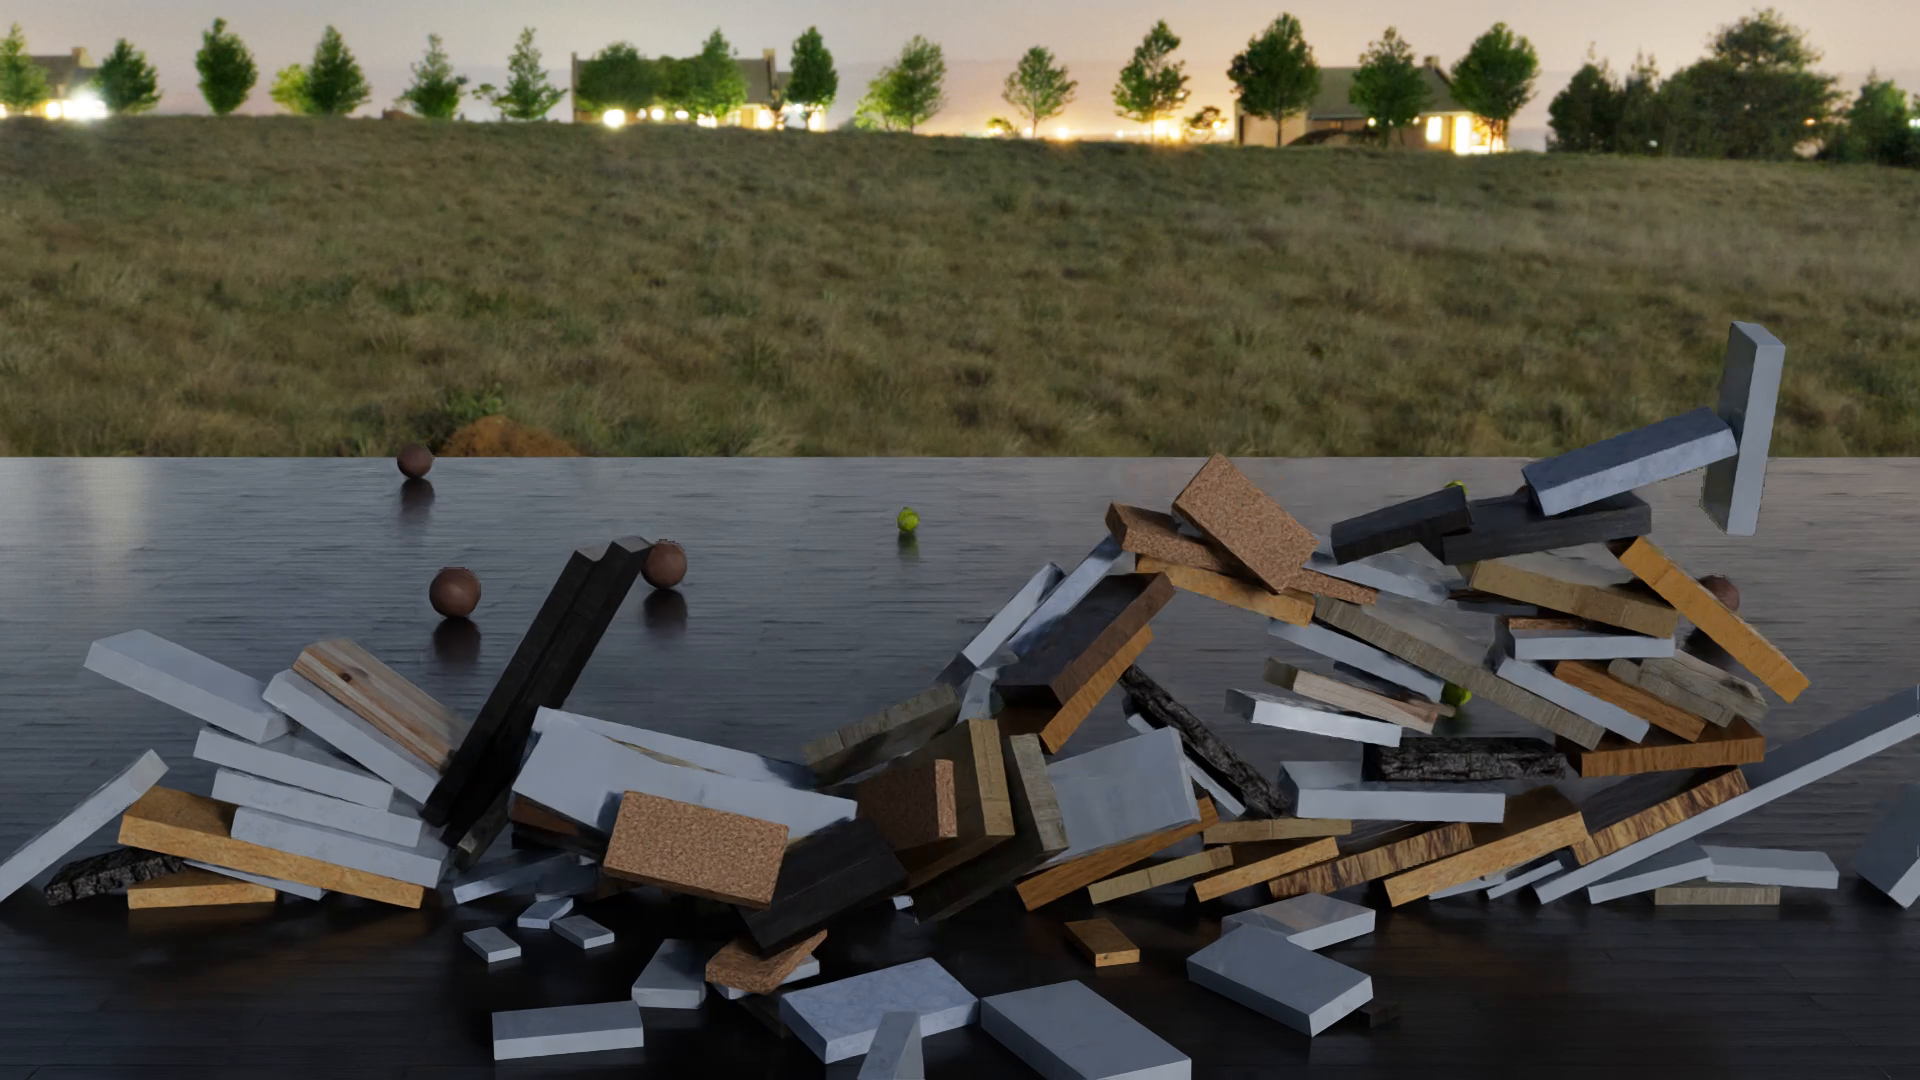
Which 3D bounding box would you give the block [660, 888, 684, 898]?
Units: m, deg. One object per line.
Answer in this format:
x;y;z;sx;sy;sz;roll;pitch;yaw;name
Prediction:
-0.378;0.531;3.651;0.228;0.032;0.114;-16;10;12;block

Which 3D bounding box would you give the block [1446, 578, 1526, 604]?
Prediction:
0.863;0.084;3.606;0.130;0.018;0.065;3;15;14;block

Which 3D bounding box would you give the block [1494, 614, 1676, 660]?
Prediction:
1.017;0.155;3.590;0.257;0.036;0.129;-1;16;-1;block

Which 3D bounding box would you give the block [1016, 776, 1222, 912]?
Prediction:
0.257;0.493;3.647;0.346;0.049;0.173;-26;9;6;block

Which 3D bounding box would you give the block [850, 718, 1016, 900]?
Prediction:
-0.047;0.410;3.319;0.050;0.176;0.353;6;-26;-33;block

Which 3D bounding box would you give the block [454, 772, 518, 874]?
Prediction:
-0.778;0.467;3.683;0.026;0.092;0.184;33;55;4;block

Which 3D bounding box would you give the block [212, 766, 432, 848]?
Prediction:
-1.047;0.424;3.653;0.338;0.048;0.169;15;8;-4;block

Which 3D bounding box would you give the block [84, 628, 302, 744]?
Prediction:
-1.255;0.239;3.626;0.320;0.045;0.160;23;7;4;block

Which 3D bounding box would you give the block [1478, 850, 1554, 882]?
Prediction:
0.909;0.524;3.639;0.130;0.018;0.065;-22;10;-10;block

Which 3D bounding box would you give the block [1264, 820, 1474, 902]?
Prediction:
0.667;0.515;3.662;0.338;0.048;0.169;-18;10;2;block

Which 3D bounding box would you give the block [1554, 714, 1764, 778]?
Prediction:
1.156;0.335;3.644;0.299;0.042;0.149;-5;15;-1;block

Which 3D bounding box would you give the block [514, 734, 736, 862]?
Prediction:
-0.489;0.423;3.422;0.360;0.180;0.051;17;-23;4;block

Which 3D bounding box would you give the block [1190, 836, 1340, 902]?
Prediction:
0.498;0.528;3.650;0.241;0.034;0.121;-19;10;1;block

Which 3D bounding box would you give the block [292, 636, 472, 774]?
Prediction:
-0.951;0.278;3.702;0.319;0.045;0.159;34;6;5;block

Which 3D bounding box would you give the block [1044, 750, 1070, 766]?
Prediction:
0.146;0.376;3.672;0.072;0.020;0.144;-13;13;-16;block

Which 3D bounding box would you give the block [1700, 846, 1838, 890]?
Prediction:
1.346;0.545;3.671;0.205;0.029;0.103;2;11;9;block

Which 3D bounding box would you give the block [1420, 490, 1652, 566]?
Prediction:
0.919;-0.030;3.548;0.336;0.048;0.168;-9;16;-3;block

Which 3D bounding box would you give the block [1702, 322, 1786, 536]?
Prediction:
1.248;-0.179;3.507;0.044;0.308;0.154;4;19;3;block

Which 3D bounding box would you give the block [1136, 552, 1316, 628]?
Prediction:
0.433;0.060;3.607;0.292;0.041;0.146;18;16;0;block

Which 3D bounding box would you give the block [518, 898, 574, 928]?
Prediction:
-0.671;0.602;3.561;0.053;0.015;0.105;2;11;11;block

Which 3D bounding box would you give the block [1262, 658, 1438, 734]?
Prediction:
0.649;0.260;3.669;0.261;0.037;0.131;18;1;-15;block

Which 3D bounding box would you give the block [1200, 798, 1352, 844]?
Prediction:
0.516;0.461;3.646;0.241;0.034;0.121;-4;10;0;block

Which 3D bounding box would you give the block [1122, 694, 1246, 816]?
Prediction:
0.365;0.349;3.582;0.264;0.020;0.072;41;17;-19;block

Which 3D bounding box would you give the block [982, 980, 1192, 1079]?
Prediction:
0.168;0.689;3.015;0.155;0.044;0.310;-5;12;-26;block

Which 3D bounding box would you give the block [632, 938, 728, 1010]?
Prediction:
-0.416;0.647;3.287;0.099;0.028;0.199;1;11;7;block

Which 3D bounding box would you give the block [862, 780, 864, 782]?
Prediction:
-0.162;0.454;3.603;0.237;0.034;0.118;-13;46;9;block

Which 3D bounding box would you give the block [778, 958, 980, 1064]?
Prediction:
-0.114;0.663;3.110;0.253;0.036;0.126;-7;25;-34;block

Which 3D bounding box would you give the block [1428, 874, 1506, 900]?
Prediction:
0.837;0.566;3.664;0.130;0.018;0.065;-14;11;3;block

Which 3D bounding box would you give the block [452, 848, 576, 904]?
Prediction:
-0.741;0.549;3.665;0.195;0.028;0.098;-17;11;-3;block

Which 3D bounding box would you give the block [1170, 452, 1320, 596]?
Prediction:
0.454;-0.025;3.498;0.220;0.110;0.031;41;-13;-2;block

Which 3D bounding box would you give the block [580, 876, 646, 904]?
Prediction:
-0.514;0.539;3.663;0.228;0.032;0.114;-18;10;4;block

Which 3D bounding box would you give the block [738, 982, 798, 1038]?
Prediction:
-0.254;0.673;3.162;0.075;0.021;0.150;-6;12;-29;block

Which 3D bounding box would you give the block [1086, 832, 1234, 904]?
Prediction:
0.326;0.539;3.658;0.241;0.034;0.121;-16;8;0;block

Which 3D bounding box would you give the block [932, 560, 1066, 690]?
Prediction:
0.065;0.145;3.630;0.254;0.036;0.127;-44;-2;-35;block

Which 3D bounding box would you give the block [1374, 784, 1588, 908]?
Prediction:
0.853;0.505;3.657;0.337;0.048;0.169;-20;10;2;block

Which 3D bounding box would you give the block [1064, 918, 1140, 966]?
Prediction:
0.219;0.625;3.423;0.072;0.020;0.143;-3;11;-17;block

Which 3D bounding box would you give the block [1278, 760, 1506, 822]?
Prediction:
0.710;0.415;3.638;0.337;0.048;0.169;2;10;-3;block

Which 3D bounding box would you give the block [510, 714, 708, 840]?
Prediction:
-0.525;0.373;3.295;0.260;0.130;0.037;22;-21;13;block

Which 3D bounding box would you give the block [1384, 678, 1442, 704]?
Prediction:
0.747;0.232;3.677;0.118;0.017;0.059;25;19;-1;block

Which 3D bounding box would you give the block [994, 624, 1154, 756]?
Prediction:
0.167;0.233;3.474;0.149;0.042;0.299;-11;28;49;block

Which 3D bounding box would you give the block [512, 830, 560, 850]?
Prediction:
-0.640;0.488;3.679;0.195;0.028;0.098;0;13;9;block

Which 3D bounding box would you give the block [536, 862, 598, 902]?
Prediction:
-0.642;0.560;3.592;0.098;0.014;0.049;-13;37;8;block

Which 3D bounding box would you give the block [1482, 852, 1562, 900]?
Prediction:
0.931;0.555;3.664;0.130;0.018;0.065;-24;10;3;block

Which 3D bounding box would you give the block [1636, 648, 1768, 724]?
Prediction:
1.215;0.224;3.622;0.216;0.031;0.108;25;18;-1;block

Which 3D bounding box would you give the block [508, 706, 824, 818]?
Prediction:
-0.467;0.411;3.552;0.485;0.180;0.051;13;-31;-1;block

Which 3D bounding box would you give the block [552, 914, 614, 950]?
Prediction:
-0.596;0.618;3.475;0.053;0.015;0.105;-8;13;-37;block

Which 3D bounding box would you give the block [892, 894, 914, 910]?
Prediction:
0.054;0.512;3.659;0.347;0.049;0.173;-18;10;4;block

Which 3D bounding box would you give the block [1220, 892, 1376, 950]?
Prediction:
0.532;0.603;3.449;0.121;0.034;0.242;10;10;43;block

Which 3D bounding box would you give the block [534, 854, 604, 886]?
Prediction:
-0.602;0.537;3.663;0.195;0.028;0.098;-17;10;6;block

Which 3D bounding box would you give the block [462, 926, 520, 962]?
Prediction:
-0.728;0.629;3.420;0.053;0.015;0.105;-7;13;-33;block

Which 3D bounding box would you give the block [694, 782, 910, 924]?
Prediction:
-0.247;0.488;3.476;0.360;0.180;0.051;-6;-22;-9;block

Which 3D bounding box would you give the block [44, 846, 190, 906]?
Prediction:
-1.392;0.545;3.666;0.231;0.033;0.116;-15;12;-3;block
